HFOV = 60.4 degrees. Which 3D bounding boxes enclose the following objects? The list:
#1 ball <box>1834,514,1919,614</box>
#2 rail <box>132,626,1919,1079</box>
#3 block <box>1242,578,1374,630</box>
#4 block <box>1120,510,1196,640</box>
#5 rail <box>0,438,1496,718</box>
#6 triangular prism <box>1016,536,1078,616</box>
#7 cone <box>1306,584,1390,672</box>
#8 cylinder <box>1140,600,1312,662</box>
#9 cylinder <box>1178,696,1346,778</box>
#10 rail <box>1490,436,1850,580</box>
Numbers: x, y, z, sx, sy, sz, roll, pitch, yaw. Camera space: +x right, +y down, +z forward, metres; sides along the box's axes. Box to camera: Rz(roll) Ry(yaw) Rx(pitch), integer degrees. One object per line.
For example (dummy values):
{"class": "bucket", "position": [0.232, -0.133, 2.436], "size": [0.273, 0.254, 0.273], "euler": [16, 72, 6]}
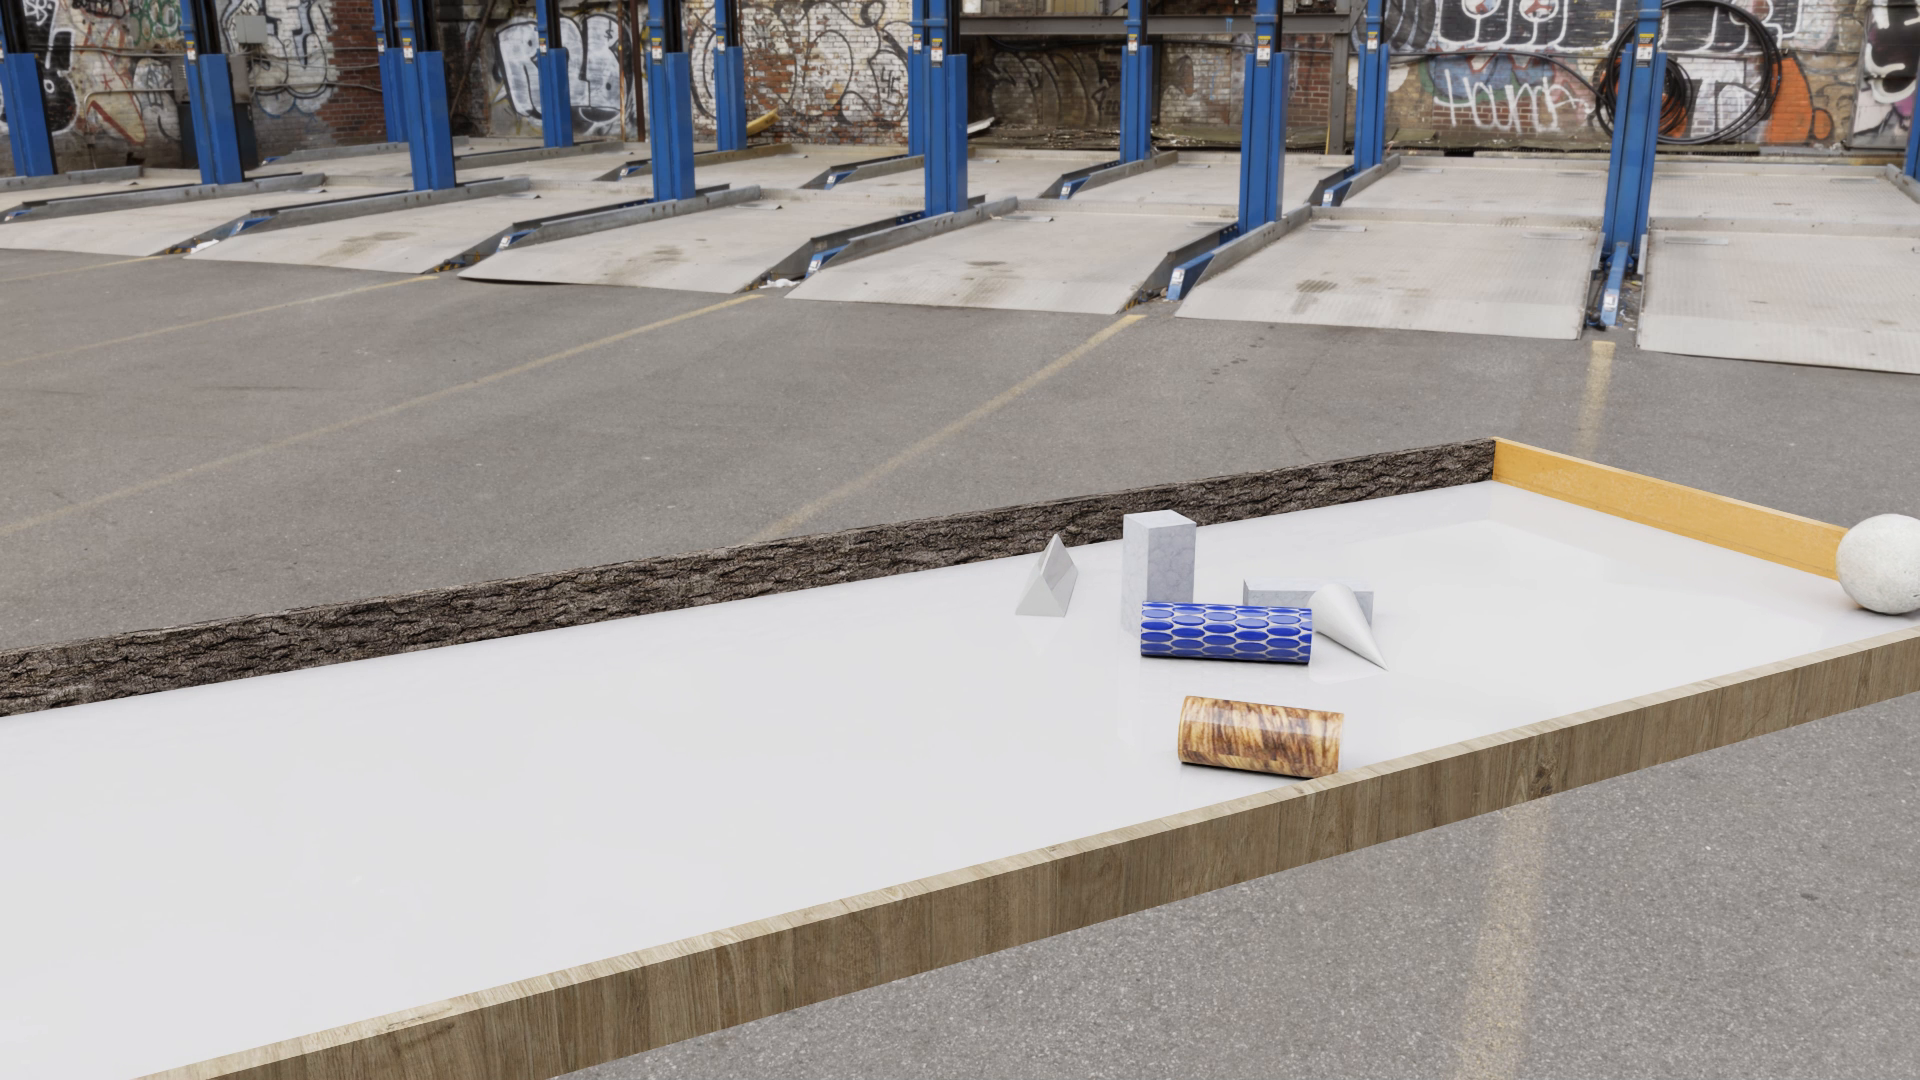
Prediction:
{"class": "ball", "position": [2.616, 0.066, 4.633], "size": [0.280, 0.280, 0.280], "euler": [0, 16, 0]}
{"class": "rail", "position": [-2.336, 1.006, 1.665], "size": [12.000, 0.150, 0.050], "euler": [-9, 18, -27]}
{"class": "block", "position": [0.960, 0.175, 4.564], "size": [0.339, 0.110, 0.110], "euler": [0, 16, 2]}
{"class": "block", "position": [0.534, 0.098, 4.452], "size": [0.142, 0.322, 0.142], "euler": [-6, 18, -21]}
{"class": "rail", "position": [-3.305, 0.497, 3.399], "size": [12.000, 0.150, 0.050], "euler": [-9, 18, -27]}
{"class": "triangular prism", "position": [0.257, 0.095, 4.808], "size": [0.137, 0.119, 0.416], "euler": [3, 17, 9]}
{"class": "cone", "position": [1.051, 0.260, 4.342], "size": [0.149, 0.149, 0.328], "euler": [-5, 30, -16]}
{"class": "cylinder", "position": [0.690, 0.238, 4.293], "size": [0.432, 0.141, 0.141], "euler": [2, 17, 8]}
{"class": "cylinder", "position": [0.662, 0.434, 3.618], "size": [0.344, 0.148, 0.148], "euler": [5, 17, 17]}
{"class": "rail", "position": [2.466, -0.048, 5.253], "size": [0.050, 0.150, 2.100], "euler": [-9, 18, -27]}
